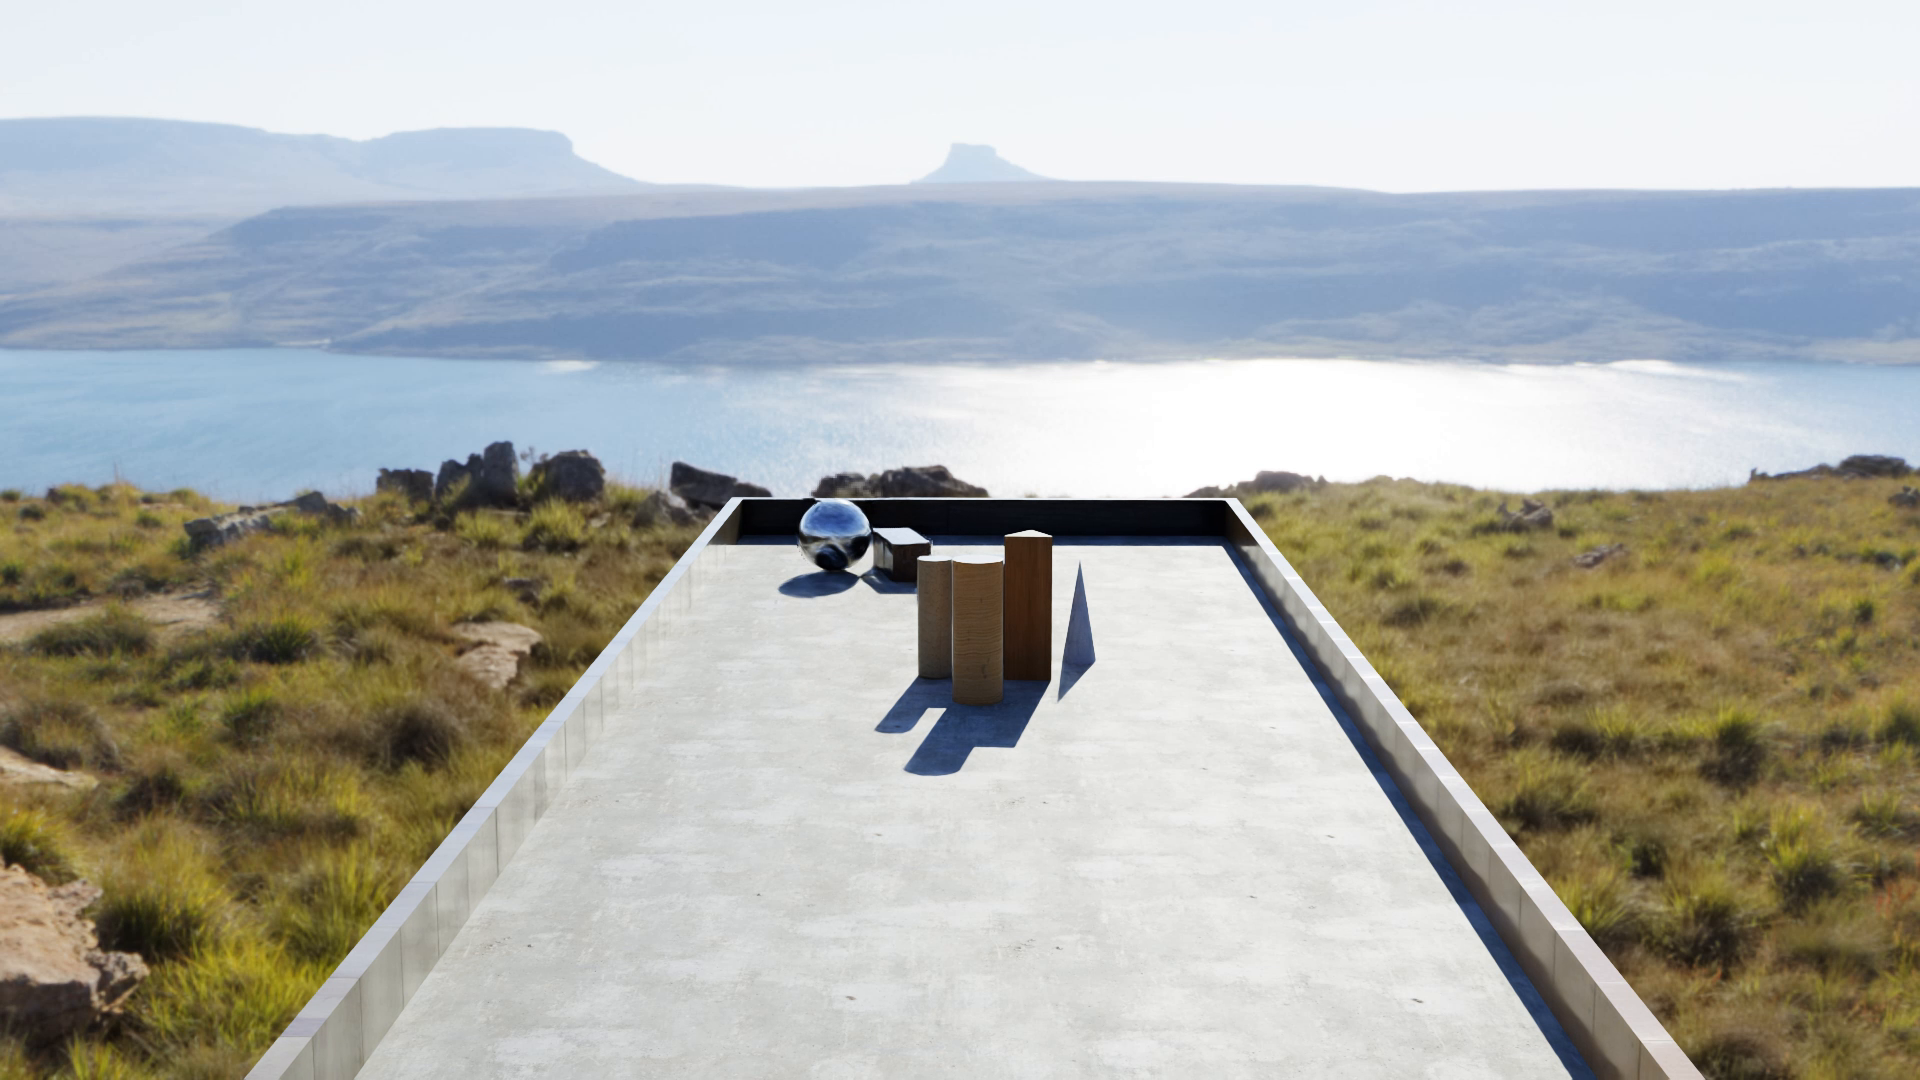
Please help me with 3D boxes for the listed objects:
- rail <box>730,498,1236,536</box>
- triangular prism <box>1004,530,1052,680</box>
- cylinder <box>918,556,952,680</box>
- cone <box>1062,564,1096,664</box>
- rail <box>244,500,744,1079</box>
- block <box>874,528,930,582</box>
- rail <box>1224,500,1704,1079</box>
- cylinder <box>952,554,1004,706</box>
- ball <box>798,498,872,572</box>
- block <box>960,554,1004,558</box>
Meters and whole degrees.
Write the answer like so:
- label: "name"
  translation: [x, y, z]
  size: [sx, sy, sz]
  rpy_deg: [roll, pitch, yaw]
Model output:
- label: "rail"
  translation: [0.099, -0.098, 9.147]
  size: [2.100, 0.150, 0.050]
  rpy_deg: [0, 9, 1]
- label: "triangular prism"
  translation: [0.204, 0.190, 6.450]
  size: [0.137, 0.426, 0.119]
  rpy_deg: [1, 9, 6]
- label: "cylinder"
  translation: [-0.073, 0.227, 6.453]
  size: [0.101, 0.352, 0.101]
  rpy_deg: [0, 9, 0]
- label: "cone"
  translation: [0.363, 0.211, 6.670]
  size: [0.103, 0.316, 0.103]
  rpy_deg: [0, 9, 0]
- label: "rail"
  translation: [-1.004, 0.839, 3.234]
  size: [0.050, 0.150, 12.000]
  rpy_deg: [0, 9, 1]
- label: "block"
  translation: [-0.219, 0.054, 8.222]
  size: [0.141, 0.141, 0.369]
  rpy_deg: [-2, 9, -13]
- label: "rail"
  translation: [1.046, 0.843, 3.208]
  size: [0.050, 0.150, 12.000]
  rpy_deg: [0, 9, 1]
- label: "cylinder"
  translation: [0.050, 0.251, 6.141]
  size: [0.142, 0.402, 0.142]
  rpy_deg: [0, 9, 0]
- label: "ball"
  translation: [-0.470, -0.020, 8.240]
  size: [0.273, 0.273, 0.273]
  rpy_deg: [0, 9, 0]
- label: "block"
  translation: [0.081, 0.211, 6.695]
  size: [0.175, 0.308, 0.175]
  rpy_deg: [1, 9, 3]
